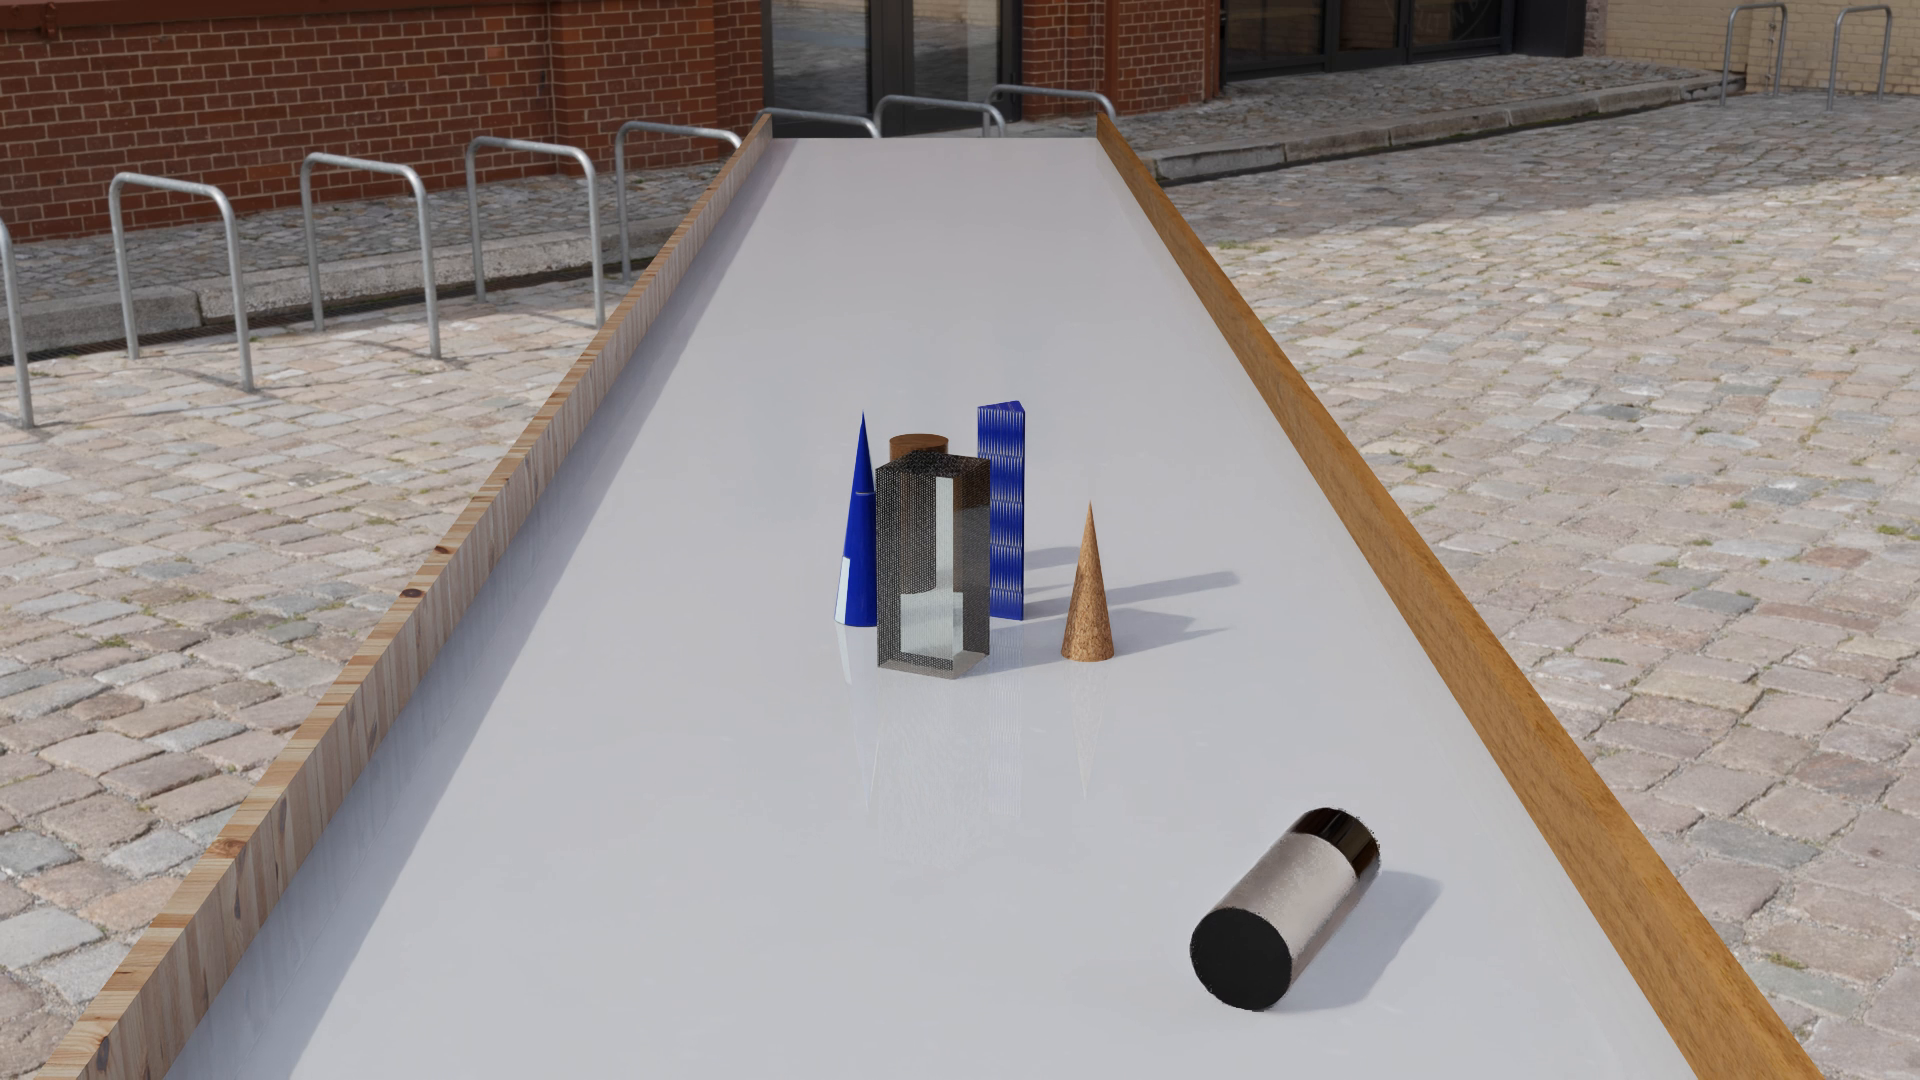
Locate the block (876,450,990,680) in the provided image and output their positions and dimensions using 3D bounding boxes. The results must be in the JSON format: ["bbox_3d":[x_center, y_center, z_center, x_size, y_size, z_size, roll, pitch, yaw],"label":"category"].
[{"bbox_3d":[-0.052,0.047,4.354,0.167,0.408,0.167,8,18,25],"label":"block"}]

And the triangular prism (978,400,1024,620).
[{"bbox_3d":[0.103,-0.064,4.649,0.106,0.453,0.091,7,18,23],"label":"triangular prism"}]

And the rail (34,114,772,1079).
[{"bbox_3d":[-1.118,-0.838,7.780,0.050,0.150,12.000,0,17,-1],"label":"rail"}]

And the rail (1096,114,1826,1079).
[{"bbox_3d":[0.932,-0.844,7.801,0.050,0.150,12.000,0,17,-1],"label":"rail"}]

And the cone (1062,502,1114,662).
[{"bbox_3d":[0.259,0.073,4.410,0.108,0.325,0.108,0,17,0],"label":"cone"}]

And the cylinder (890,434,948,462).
[{"bbox_3d":[-0.091,-0.068,4.900,0.132,0.317,0.132,0,17,0],"label":"cylinder"}]

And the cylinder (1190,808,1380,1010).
[{"bbox_3d":[0.477,0.528,3.188,0.150,0.150,0.387,9,19,27],"label":"cylinder"}]

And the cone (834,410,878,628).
[{"bbox_3d":[-0.201,-0.054,4.611,0.136,0.455,0.136,0,17,0],"label":"cone"}]
